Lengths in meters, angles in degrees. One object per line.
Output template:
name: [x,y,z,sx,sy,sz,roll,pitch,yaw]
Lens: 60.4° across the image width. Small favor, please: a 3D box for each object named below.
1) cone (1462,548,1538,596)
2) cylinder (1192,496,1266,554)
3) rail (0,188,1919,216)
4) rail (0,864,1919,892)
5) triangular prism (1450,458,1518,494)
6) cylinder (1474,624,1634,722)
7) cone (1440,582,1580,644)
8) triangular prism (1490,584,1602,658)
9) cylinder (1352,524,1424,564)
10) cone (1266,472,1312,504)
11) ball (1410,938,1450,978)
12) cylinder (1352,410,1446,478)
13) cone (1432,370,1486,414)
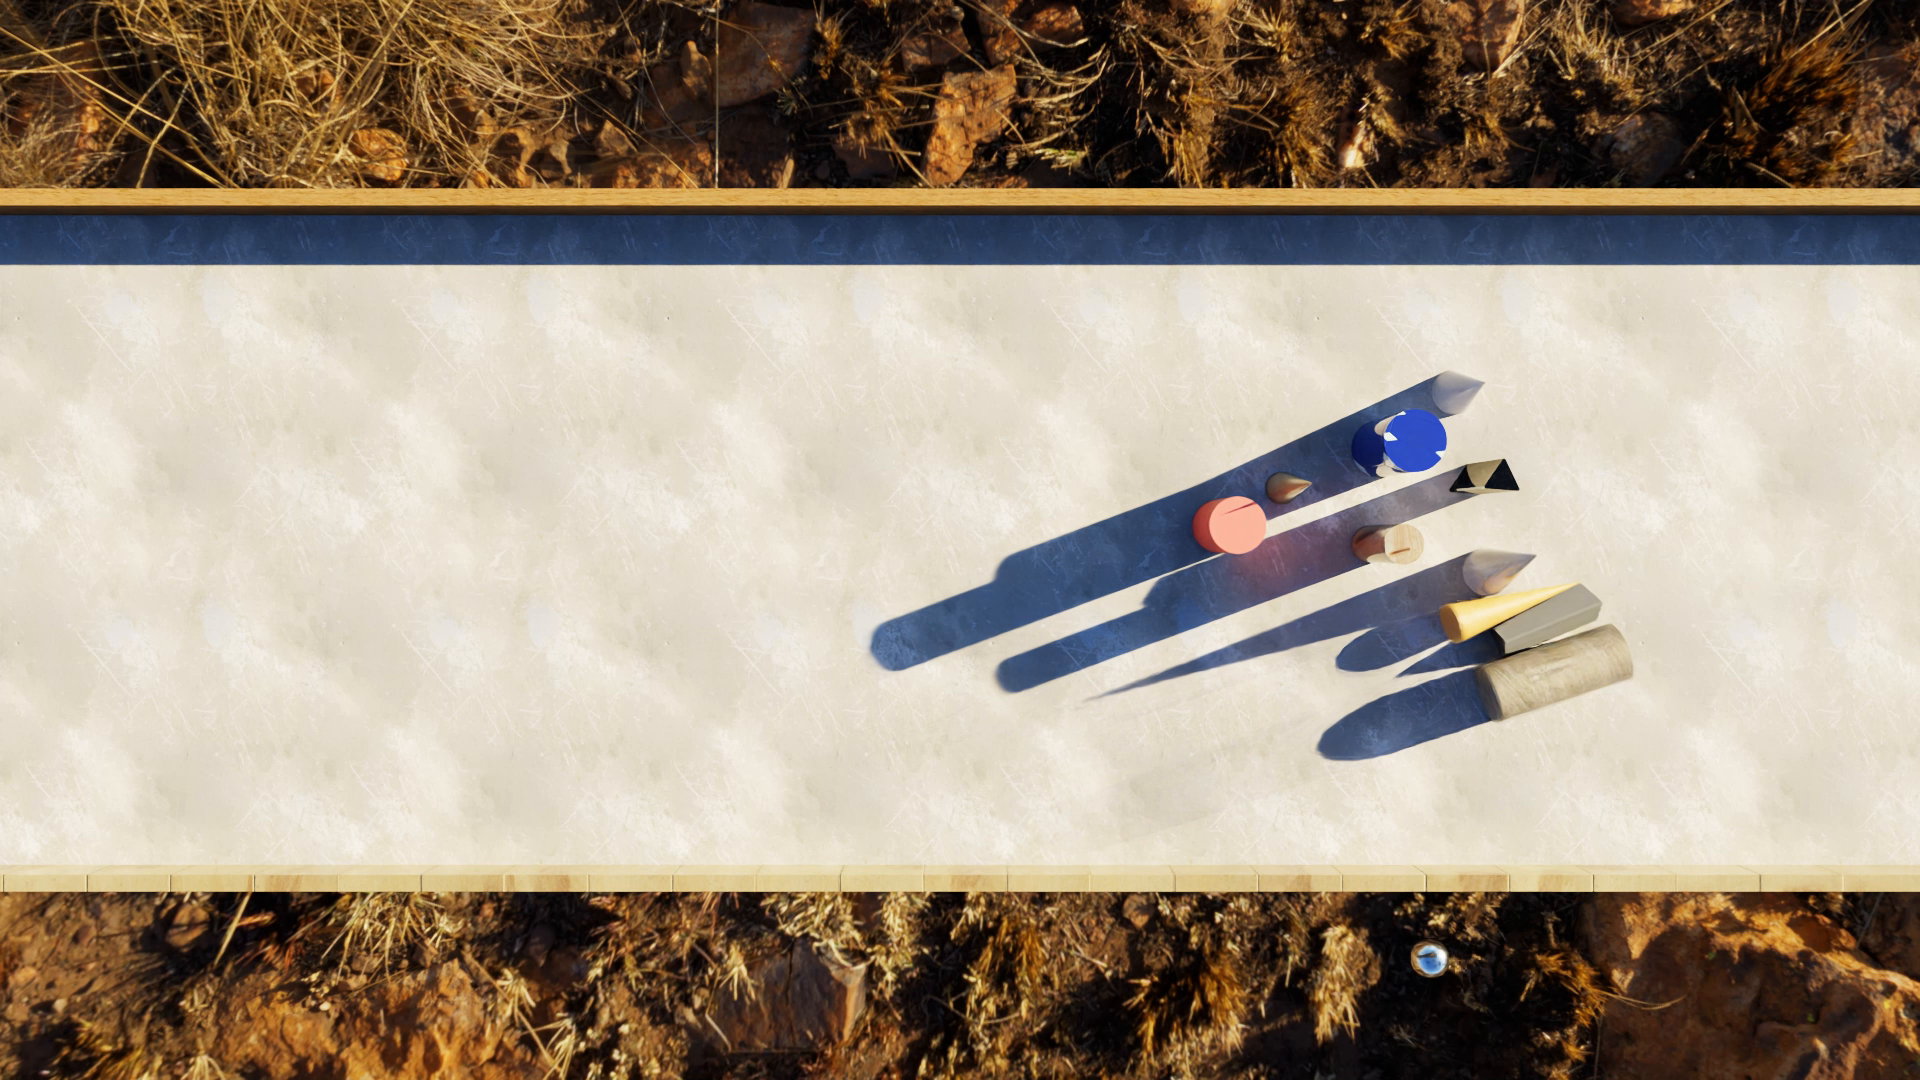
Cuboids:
cone: [1.622,0.070,4.848,0.152,0.440,0.152,0,83,0]
cylinder: [0.796,-0.043,4.899,0.164,0.355,0.164,0,90,0]
rail: [-2.247,-1.025,5.002,12.000,0.150,0.050,0,90,0]
rail: [-2.247,1.025,5.001,12.000,0.150,0.050,0,90,0]
triangular prism: [1.560,-0.191,4.907,0.101,0.339,0.088,4,90,0]
cylinder: [1.793,0.402,4.988,0.420,0.177,0.177,-18,90,0]
cone: [1.704,0.192,5.046,0.448,0.125,0.125,-17,90,-8]
triangular prism: [1.789,0.249,5.020,0.314,0.105,0.122,-22,89,0]
cylinder: [1.262,0.012,4.881,0.116,0.391,0.116,0,90,0]
cone: [0.990,-0.160,4.853,0.101,0.447,0.101,0,90,0]
ball: [2.254,2.007,7.915,0.184,0.184,0.184,0,90,0]
cylinder: [1.294,-0.282,4.881,0.179,0.392,0.179,0,90,0]
cone: [1.521,-0.456,4.924,0.140,0.304,0.140,0,90,0]
